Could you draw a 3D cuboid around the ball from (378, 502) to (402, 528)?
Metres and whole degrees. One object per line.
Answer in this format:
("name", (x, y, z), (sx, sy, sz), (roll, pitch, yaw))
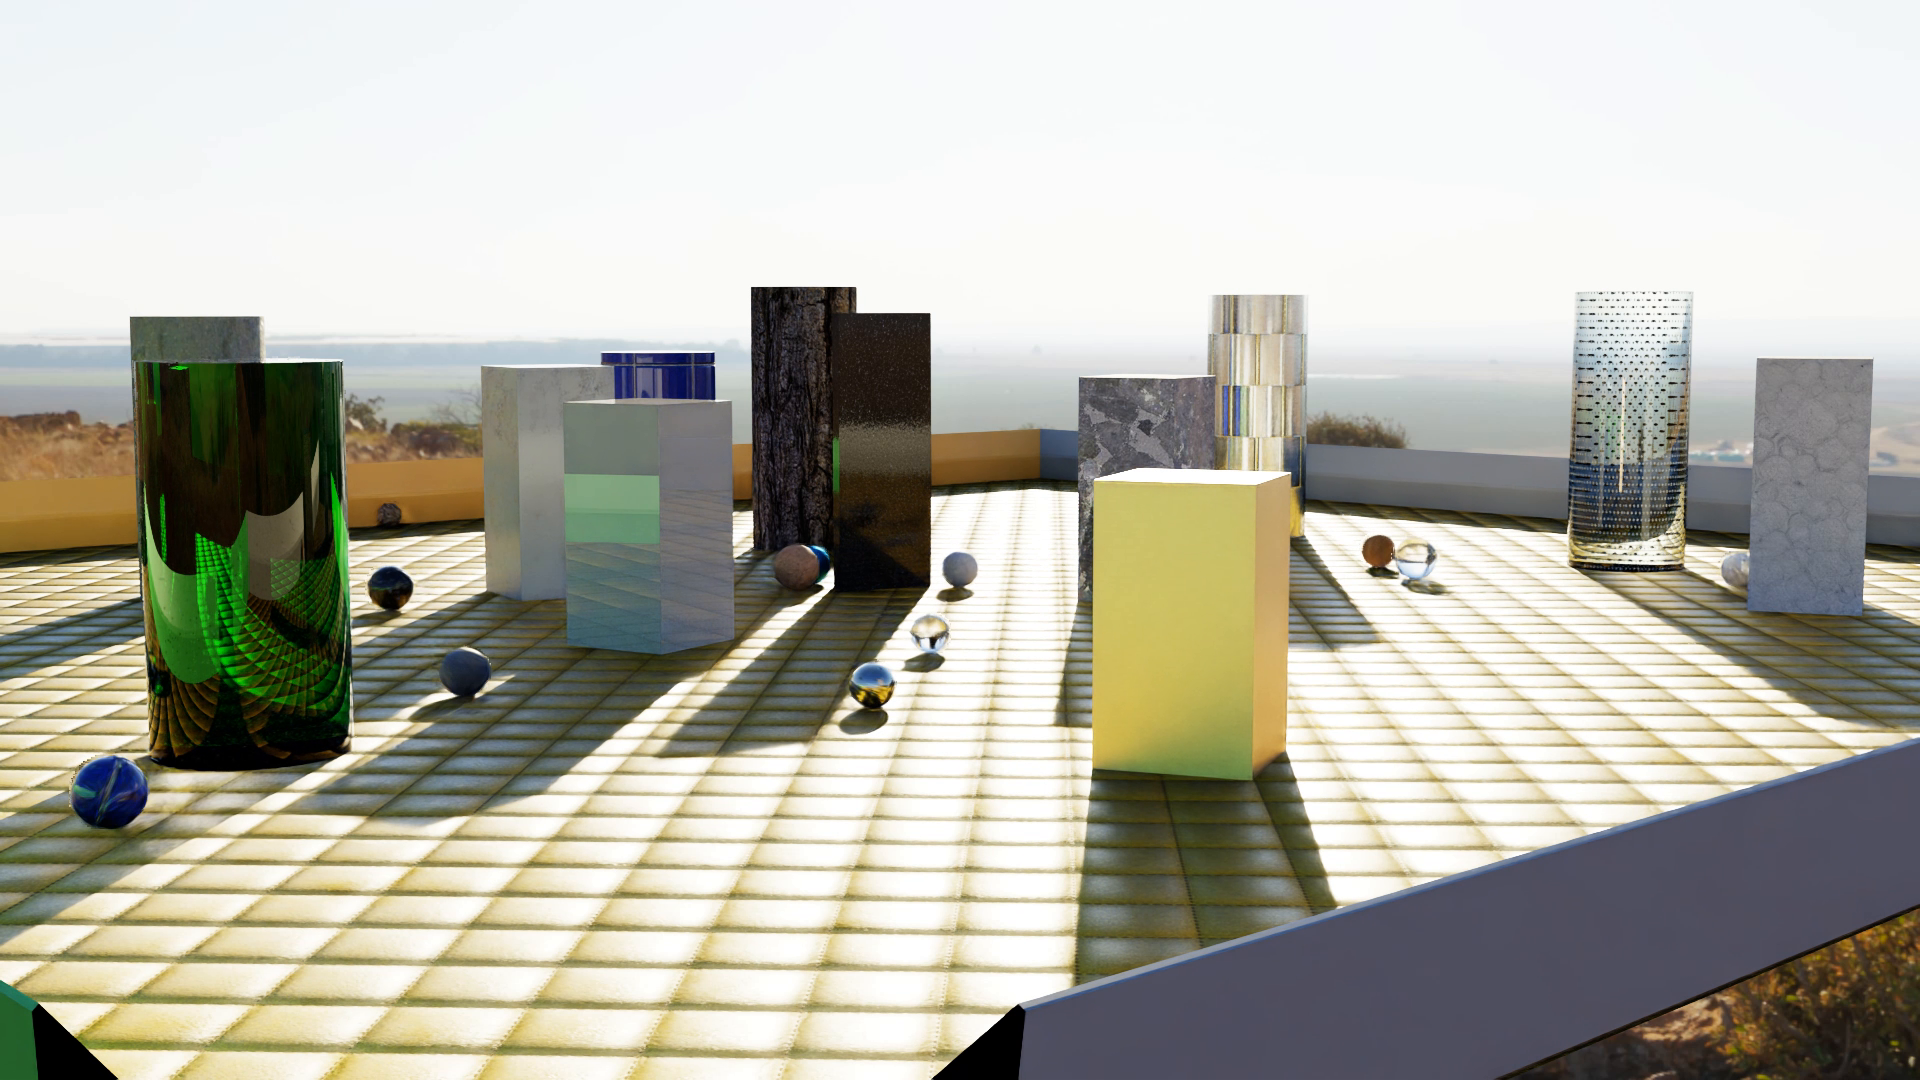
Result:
("ball", (-1.177, -0.052, 4.539), (0.050, 0.050, 0.050), (0, 6, 0))

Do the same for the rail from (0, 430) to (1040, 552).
("rail", (-1.163, -0.097, 4.585), (3.791, 0.129, 0.045), (-5, 8, -42))

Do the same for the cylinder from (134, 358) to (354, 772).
("cylinder", (-0.718, 0.018, 2.213), (0.199, 0.395, 0.199), (0, 6, 0))

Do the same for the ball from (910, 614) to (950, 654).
("ball", (-0.039, 0.122, 2.864), (0.052, 0.052, 0.052), (0, 6, 0))

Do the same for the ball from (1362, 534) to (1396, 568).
("ball", (0.728, 0.018, 3.826), (0.059, 0.059, 0.059), (0, 6, 0))

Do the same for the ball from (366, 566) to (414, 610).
("ball", (-0.848, 0.072, 3.273), (0.068, 0.068, 0.068), (0, 6, 0))

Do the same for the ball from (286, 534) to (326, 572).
("ball", (-1.118, 0.023, 3.761), (0.064, 0.064, 0.064), (0, 6, 0))

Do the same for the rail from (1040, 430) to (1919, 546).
("rail", (1.376, -0.098, 4.594), (0.045, 0.129, 3.477), (-5, 8, -42))

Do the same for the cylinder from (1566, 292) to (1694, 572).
("cylinder", (1.165, -0.192, 3.827), (0.199, 0.477, 0.199), (0, 6, 0))

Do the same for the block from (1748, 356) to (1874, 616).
("block", (1.278, -0.086, 3.303), (0.159, 0.375, 0.159), (2, 6, 23))

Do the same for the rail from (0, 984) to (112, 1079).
("rail", (-1.376, 0.165, 2.069), (0.045, 0.129, 3.477), (-5, 8, -42))

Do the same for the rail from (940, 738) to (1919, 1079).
("rail", (1.163, 0.164, 2.078), (3.791, 0.129, 0.045), (-5, 8, -42))

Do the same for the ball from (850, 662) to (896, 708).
("ball", (-0.098, 0.163, 2.467), (0.052, 0.052, 0.052), (0, 6, 0))

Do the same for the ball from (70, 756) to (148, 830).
("ball", (-0.733, 0.218, 1.895), (0.063, 0.063, 0.063), (0, 6, 0))

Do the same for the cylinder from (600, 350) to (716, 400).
("cylinder", (-0.526, -0.142, 3.850), (0.199, 0.373, 0.199), (0, 6, 0))

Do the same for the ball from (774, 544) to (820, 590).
("ball", (-0.261, 0.044, 3.511), (0.074, 0.074, 0.074), (0, 6, 0))

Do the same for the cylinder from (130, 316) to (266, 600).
("cylinder", (-1.183, -0.130, 3.435), (0.199, 0.436, 0.199), (0, 6, 0))

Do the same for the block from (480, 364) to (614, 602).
("block", (-0.648, -0.095, 3.470), (0.159, 0.358, 0.159), (-4, 7, -32))

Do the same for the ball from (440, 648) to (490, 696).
("ball", (-0.573, 0.153, 2.544), (0.057, 0.057, 0.057), (0, 6, 0))

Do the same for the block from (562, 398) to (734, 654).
("block", (-0.416, -0.024, 2.949), (0.159, 0.324, 0.159), (3, 7, 30))

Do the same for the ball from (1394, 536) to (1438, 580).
("ball", (0.758, 0.030, 3.658), (0.070, 0.070, 0.070), (0, 6, 0))

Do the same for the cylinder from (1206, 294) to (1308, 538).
("cylinder", (0.590, -0.249, 4.376), (0.199, 0.476, 0.199), (0, 6, 0))

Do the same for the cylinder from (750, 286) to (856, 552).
("cylinder", (-0.292, -0.230, 4.137), (0.199, 0.489, 0.199), (0, 6, 0))

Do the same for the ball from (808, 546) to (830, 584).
("ball", (-0.243, 0.041, 3.598), (0.062, 0.062, 0.062), (0, 6, 0))

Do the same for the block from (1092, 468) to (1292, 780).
("block", (0.231, 0.078, 2.179), (0.159, 0.283, 0.159), (2, 6, 20))

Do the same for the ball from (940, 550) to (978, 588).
("ball", (-0.001, 0.047, 3.546), (0.061, 0.061, 0.061), (0, 6, 0))

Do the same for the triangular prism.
("triangular prism", (-0.157, -0.148, 3.576), (0.172, 0.441, 0.149), (-3, 7, -29))

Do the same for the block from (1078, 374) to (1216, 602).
("block", (0.289, -0.081, 3.403), (0.159, 0.344, 0.159), (3, 7, 29))

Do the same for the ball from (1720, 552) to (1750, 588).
("ball", (1.255, 0.049, 3.539), (0.058, 0.058, 0.058), (0, 6, 0))
